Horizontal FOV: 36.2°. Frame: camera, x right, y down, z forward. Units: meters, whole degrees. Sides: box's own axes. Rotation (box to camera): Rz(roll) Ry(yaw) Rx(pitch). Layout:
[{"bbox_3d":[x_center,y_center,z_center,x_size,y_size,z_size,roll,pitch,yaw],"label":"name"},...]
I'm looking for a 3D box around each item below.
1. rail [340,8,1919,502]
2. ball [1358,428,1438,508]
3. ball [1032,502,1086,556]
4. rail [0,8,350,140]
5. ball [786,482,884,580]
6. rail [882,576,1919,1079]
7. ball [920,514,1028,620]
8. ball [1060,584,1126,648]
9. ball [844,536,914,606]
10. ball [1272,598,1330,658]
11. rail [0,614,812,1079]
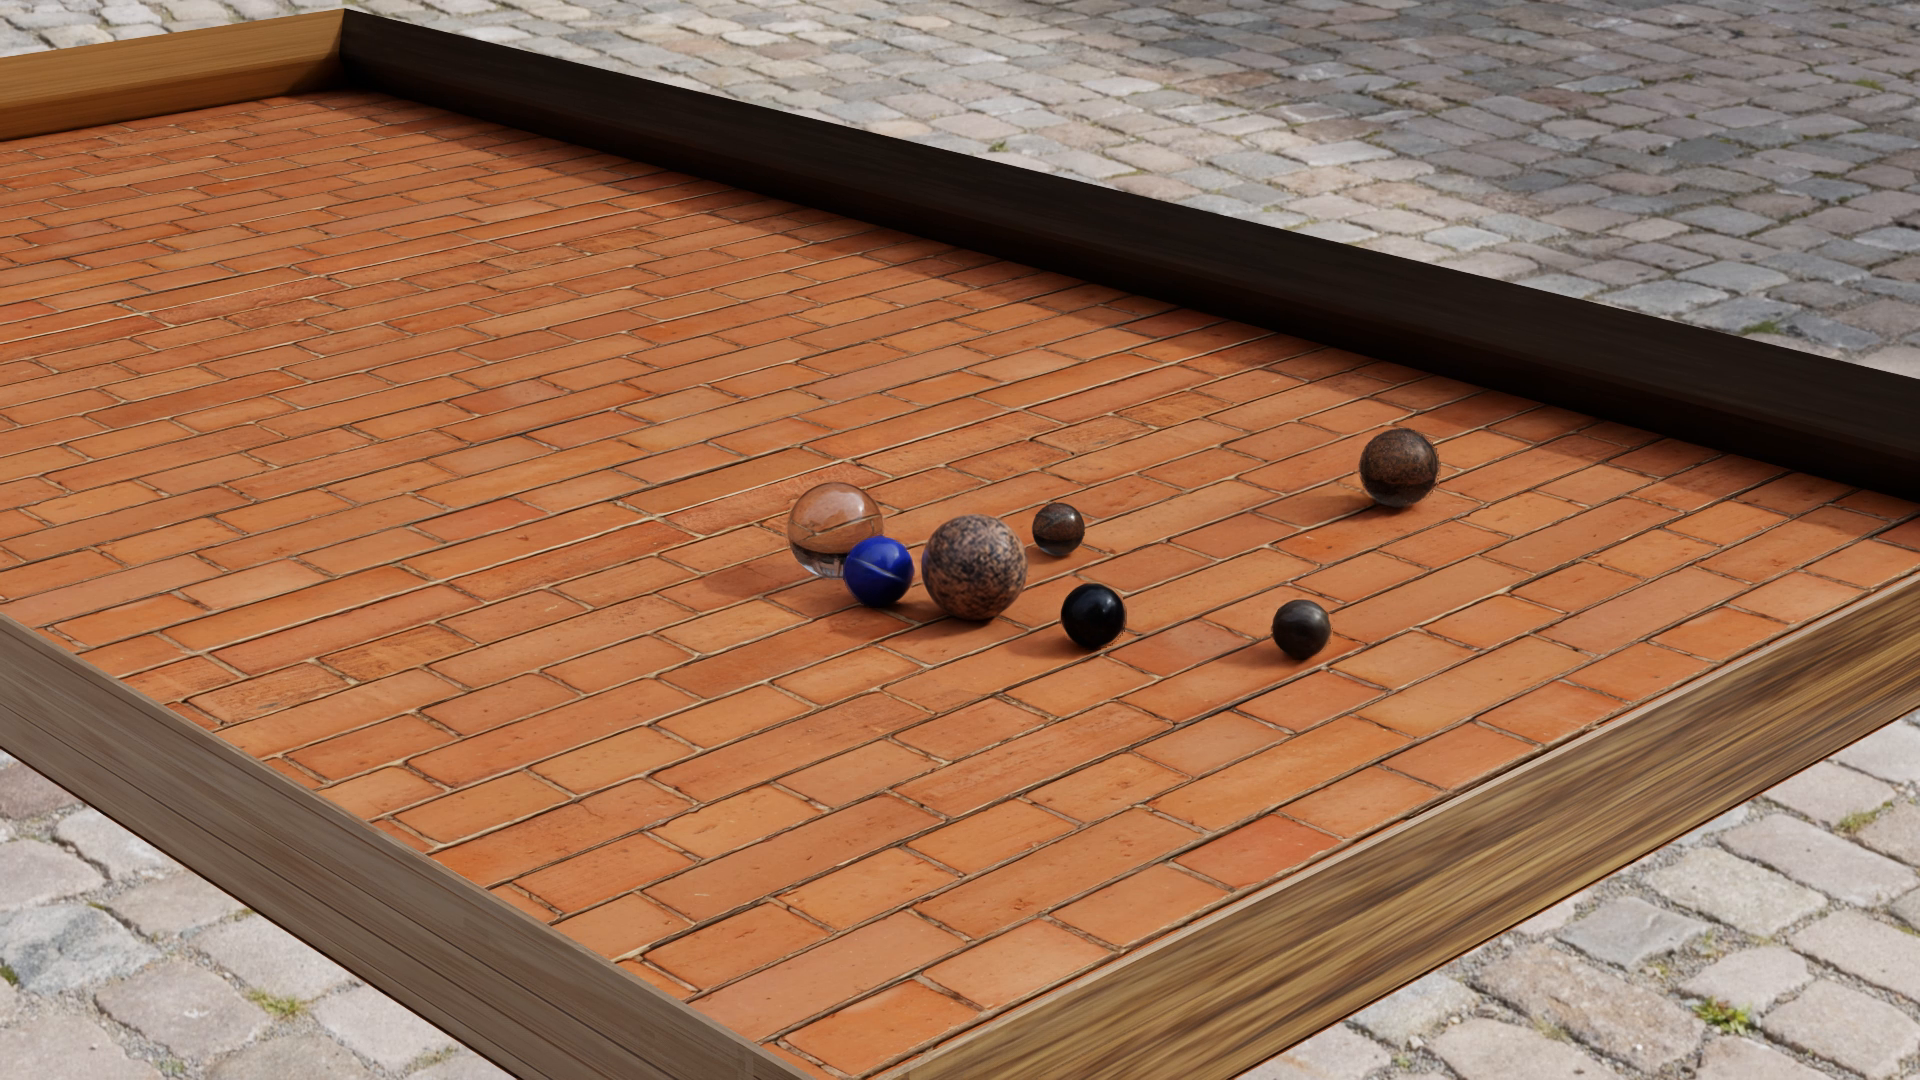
[{"bbox_3d":[0.048,-0.414,3.755,0.045,0.124,3.092,-18,27,-40],"label":"rail"},{"bbox_3d":[0.432,-0.071,2.901,0.078,0.078,0.078,0,20,0],"label":"ball"},{"bbox_3d":[0.093,-0.010,2.776,0.050,0.050,0.050,0,20,0],"label":"ball"},{"bbox_3d":[-1.585,-0.604,4.267,1.655,0.124,0.045,-18,27,-40],"label":"rail"},{"bbox_3d":[-0.115,-0.009,2.715,0.090,0.090,0.090,0,20,0],"label":"ball"},{"bbox_3d":[0.517,0.163,2.203,1.655,0.124,0.045,-18,27,-40],"label":"rail"},{"bbox_3d":[0.013,0.024,2.620,0.095,0.095,0.095,0,20,0],"label":"ball"},{"bbox_3d":[0.116,0.066,2.564,0.056,0.056,0.056,0,20,0],"label":"ball"},{"bbox_3d":[-0.073,0.028,2.656,0.063,0.063,0.063,0,20,0],"label":"ball"},{"bbox_3d":[0.295,0.076,2.543,0.051,0.051,0.051,0,20,0],"label":"ball"},{"bbox_3d":[-1.115,-0.028,2.715,0.045,0.124,3.092,-18,27,-40],"label":"rail"}]
